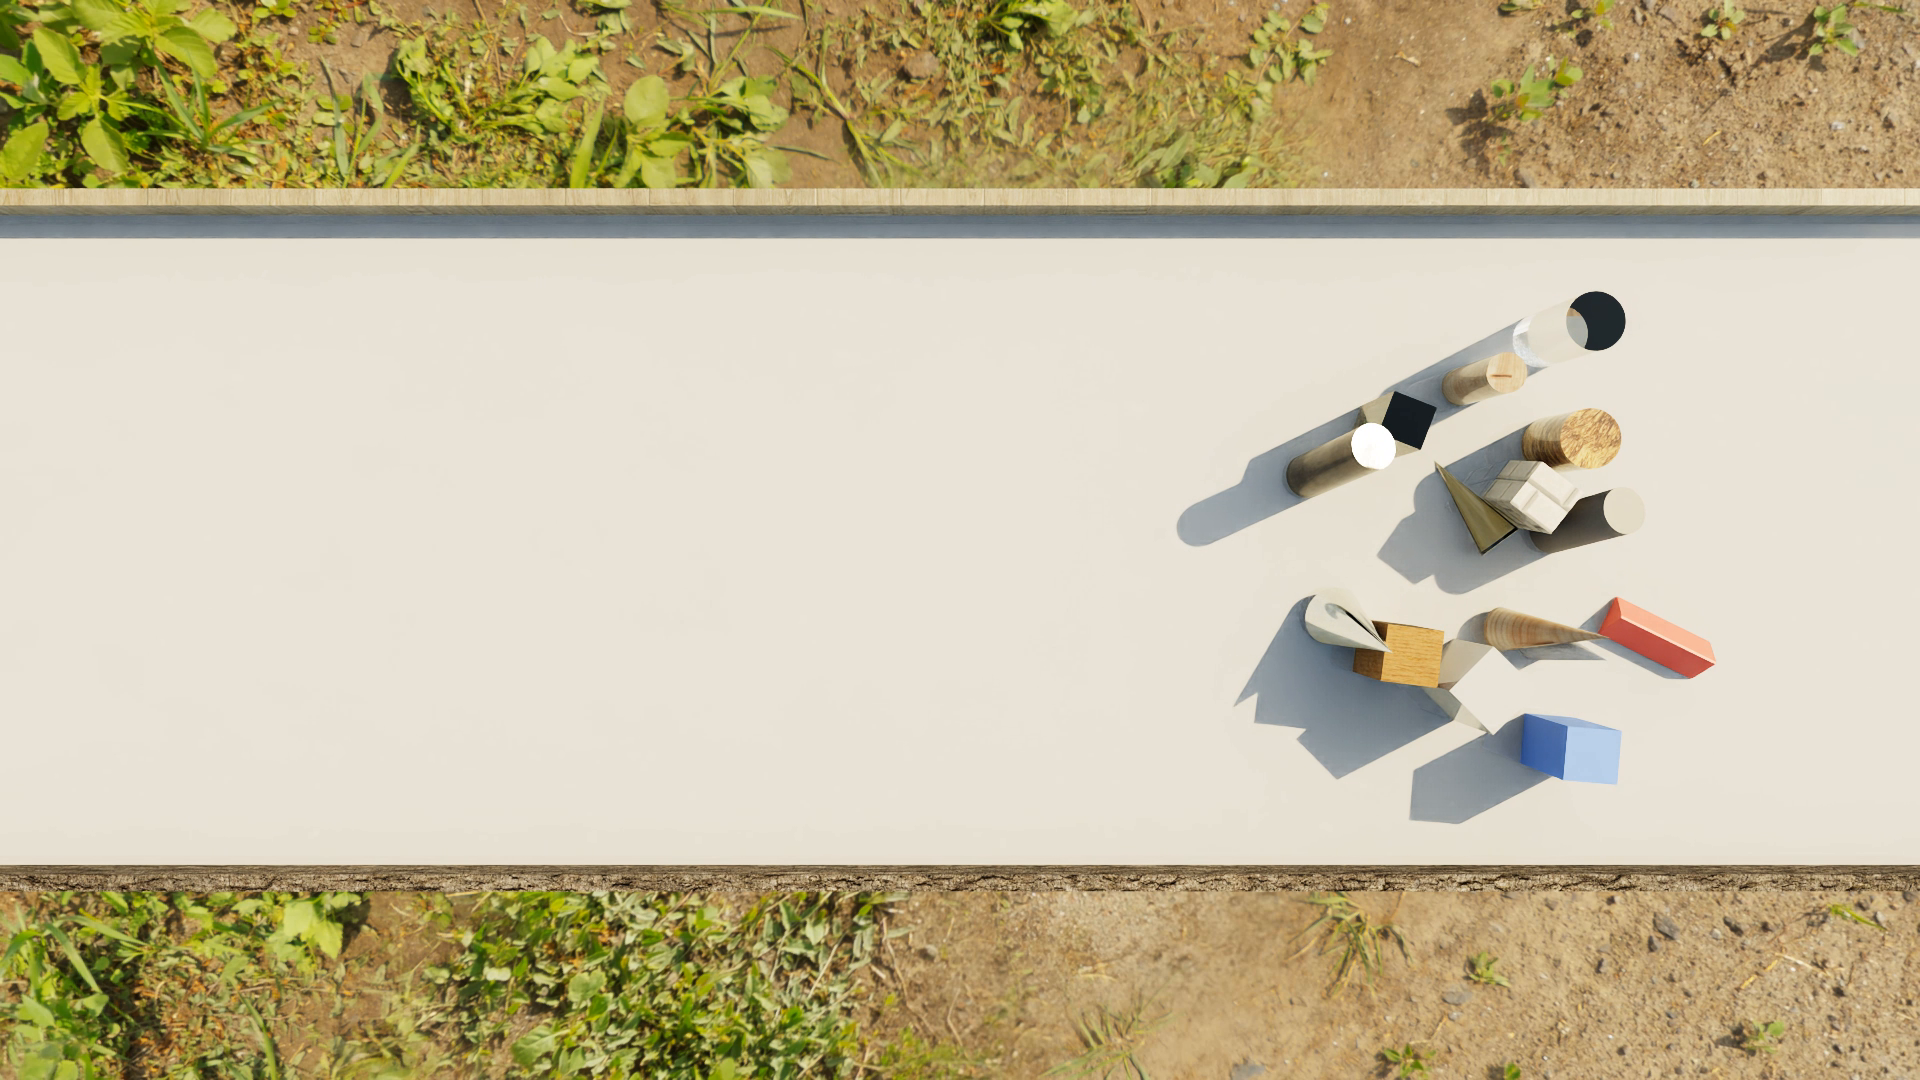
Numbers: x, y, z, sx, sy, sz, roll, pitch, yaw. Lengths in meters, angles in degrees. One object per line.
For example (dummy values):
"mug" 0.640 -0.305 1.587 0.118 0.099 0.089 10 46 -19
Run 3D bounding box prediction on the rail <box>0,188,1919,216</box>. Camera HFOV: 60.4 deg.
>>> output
"rail" -2.247 -1.025 5.002 12.000 0.150 0.050 0 90 0

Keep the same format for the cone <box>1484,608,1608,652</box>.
"cone" 1.749 0.275 4.864 0.136 0.410 0.136 0 91 -29

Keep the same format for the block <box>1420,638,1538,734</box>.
"block" 1.520 0.429 4.887 0.178 0.378 0.178 45 90 0

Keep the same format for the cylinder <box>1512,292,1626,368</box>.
"cylinder" 1.786 -0.615 4.853 0.168 0.446 0.168 0 90 0

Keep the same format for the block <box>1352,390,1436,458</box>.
"block" 1.275 -0.335 4.891 0.131 0.366 0.131 21 88 0

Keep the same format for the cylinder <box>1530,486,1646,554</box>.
"cylinder" 1.851 -0.056 4.880 0.137 0.368 0.137 2 80 -14

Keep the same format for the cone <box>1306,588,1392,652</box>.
"cone" 1.183 0.276 4.858 0.179 0.402 0.179 -3 103 -12

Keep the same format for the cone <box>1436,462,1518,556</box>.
"cone" 1.549 -0.119 5.043 0.136 0.136 0.320 -36 78 0

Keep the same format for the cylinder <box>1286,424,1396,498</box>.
"cylinder" 1.113 -0.229 4.848 0.134 0.436 0.134 2 80 -13

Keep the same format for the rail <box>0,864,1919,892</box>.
"rail" -2.247 1.025 5.001 12.000 0.150 0.050 0 90 0

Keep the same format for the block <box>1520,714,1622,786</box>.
"block" 1.809 0.617 4.896 0.155 0.361 0.155 5 90 0

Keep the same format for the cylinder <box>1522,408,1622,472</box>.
"cylinder" 1.812 -0.291 4.903 0.175 0.346 0.175 0 90 1

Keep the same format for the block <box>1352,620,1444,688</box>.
"block" 1.302 0.334 4.914 0.165 0.322 0.165 7 90 -1

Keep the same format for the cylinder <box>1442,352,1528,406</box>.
"cylinder" 1.540 -0.471 4.861 0.116 0.431 0.116 0 90 0

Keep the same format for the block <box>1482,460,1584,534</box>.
"block" 1.697 -0.131 4.910 0.149 0.323 0.149 37 94 0

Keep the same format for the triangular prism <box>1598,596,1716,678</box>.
"triangular prism" 2.134 0.301 5.019 0.317 0.108 0.125 26 90 0

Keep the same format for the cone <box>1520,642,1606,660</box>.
"cone" 1.800 0.324 4.861 0.121 0.418 0.121 -1 94 -7
